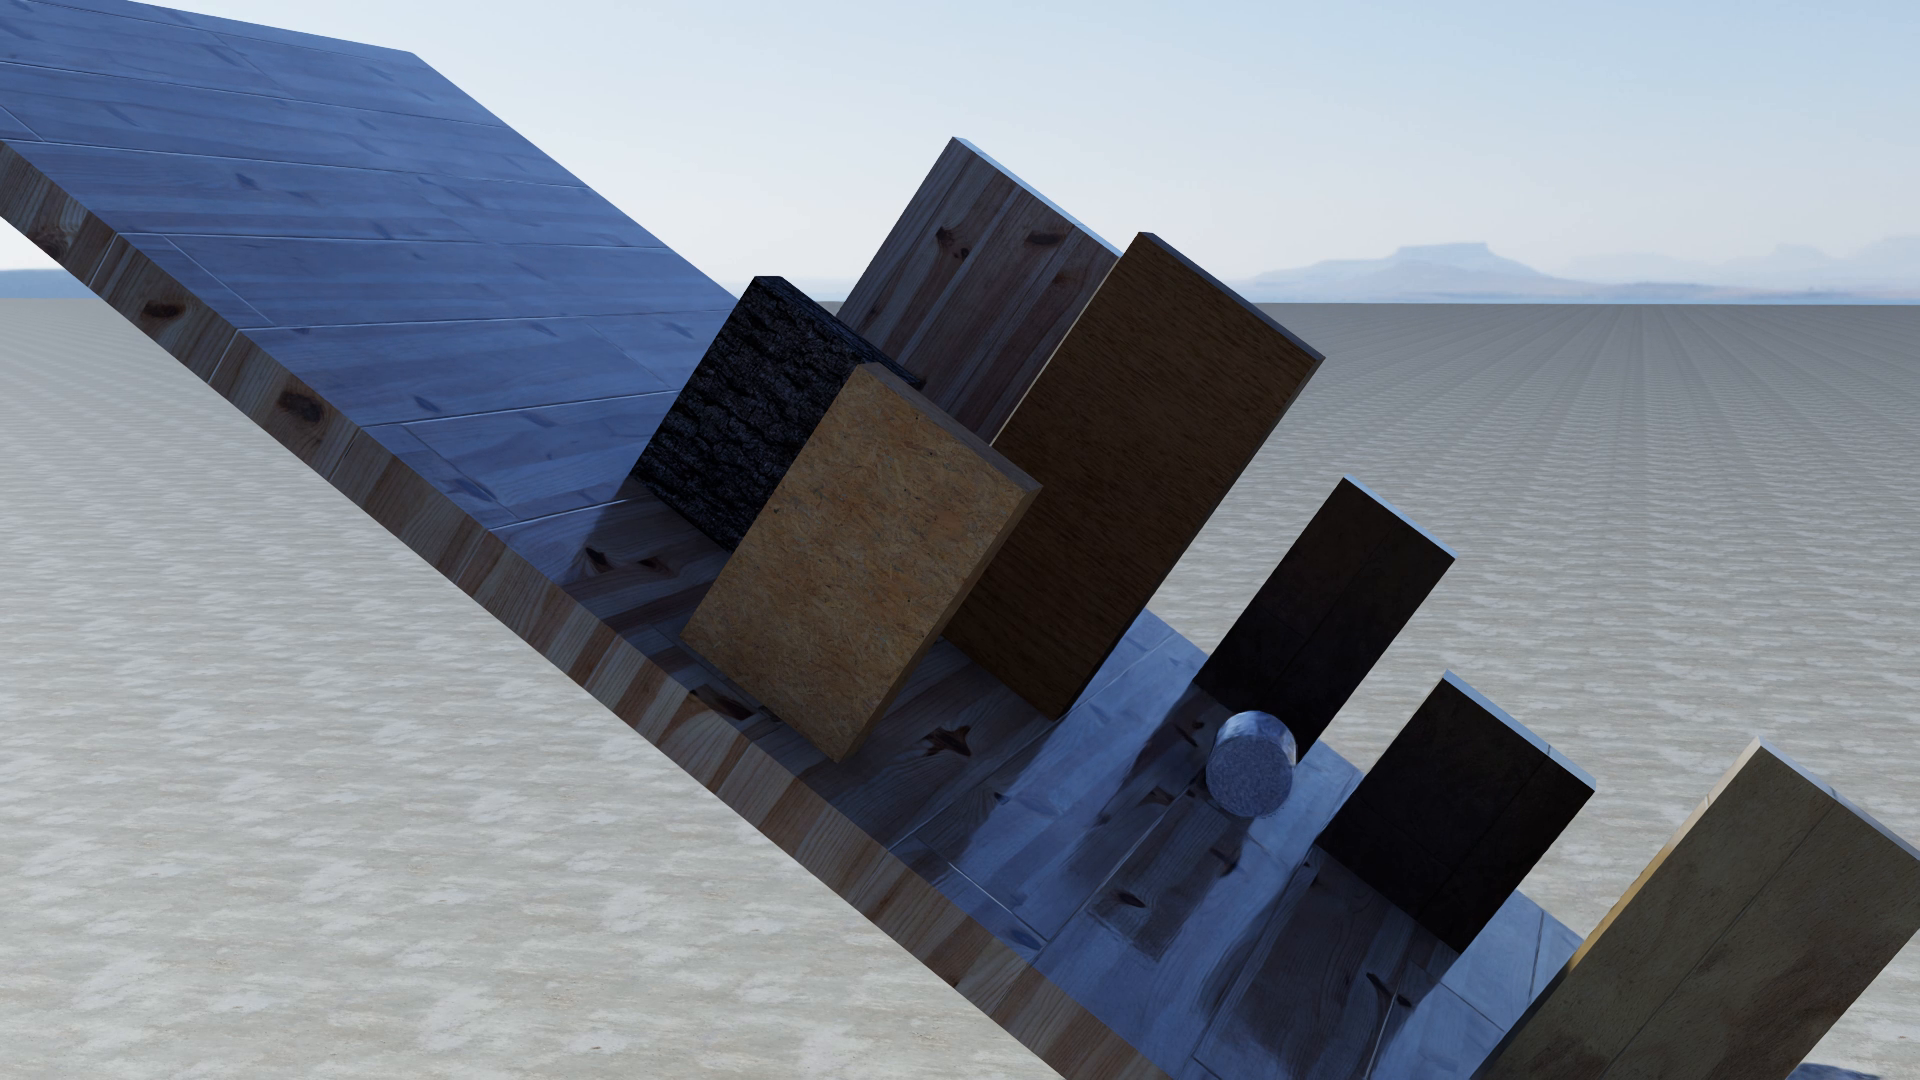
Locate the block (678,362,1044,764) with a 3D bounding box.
[{"bbox_3d":[-0.149,0.033,3.219,0.306,0.498,0.091,37,16,10],"label":"block"}]

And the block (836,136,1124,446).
[{"bbox_3d":[-0.027,-0.409,4.443,0.414,0.683,0.094,37,16,10],"label":"block"}]

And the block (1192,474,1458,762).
[{"bbox_3d":[0.766,0.165,4.631,0.283,0.544,0.086,37,16,10],"label":"block"}]

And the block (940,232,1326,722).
[{"bbox_3d":[0.255,-0.109,3.916,0.378,0.797,0.115,37,16,10],"label":"block"}]

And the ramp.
[{"bbox_3d":[-0.090,0.162,4.082,4.000,0.100,2.000,37,16,10],"label":"ramp"}]

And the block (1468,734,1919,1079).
[{"bbox_3d":[1.086,0.694,3.288,0.328,0.768,0.084,37,16,10],"label":"block"}]

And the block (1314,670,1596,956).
[{"bbox_3d":[0.943,0.518,4.198,0.344,0.409,0.100,37,16,10],"label":"block"}]

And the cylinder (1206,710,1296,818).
[{"bbox_3d":[0.549,0.420,4.137,0.160,0.160,0.160,1,12,11],"label":"cylinder"}]

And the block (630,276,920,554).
[{"bbox_3d":[-0.314,-0.188,3.707,0.306,0.409,0.115,37,16,10],"label":"block"}]
